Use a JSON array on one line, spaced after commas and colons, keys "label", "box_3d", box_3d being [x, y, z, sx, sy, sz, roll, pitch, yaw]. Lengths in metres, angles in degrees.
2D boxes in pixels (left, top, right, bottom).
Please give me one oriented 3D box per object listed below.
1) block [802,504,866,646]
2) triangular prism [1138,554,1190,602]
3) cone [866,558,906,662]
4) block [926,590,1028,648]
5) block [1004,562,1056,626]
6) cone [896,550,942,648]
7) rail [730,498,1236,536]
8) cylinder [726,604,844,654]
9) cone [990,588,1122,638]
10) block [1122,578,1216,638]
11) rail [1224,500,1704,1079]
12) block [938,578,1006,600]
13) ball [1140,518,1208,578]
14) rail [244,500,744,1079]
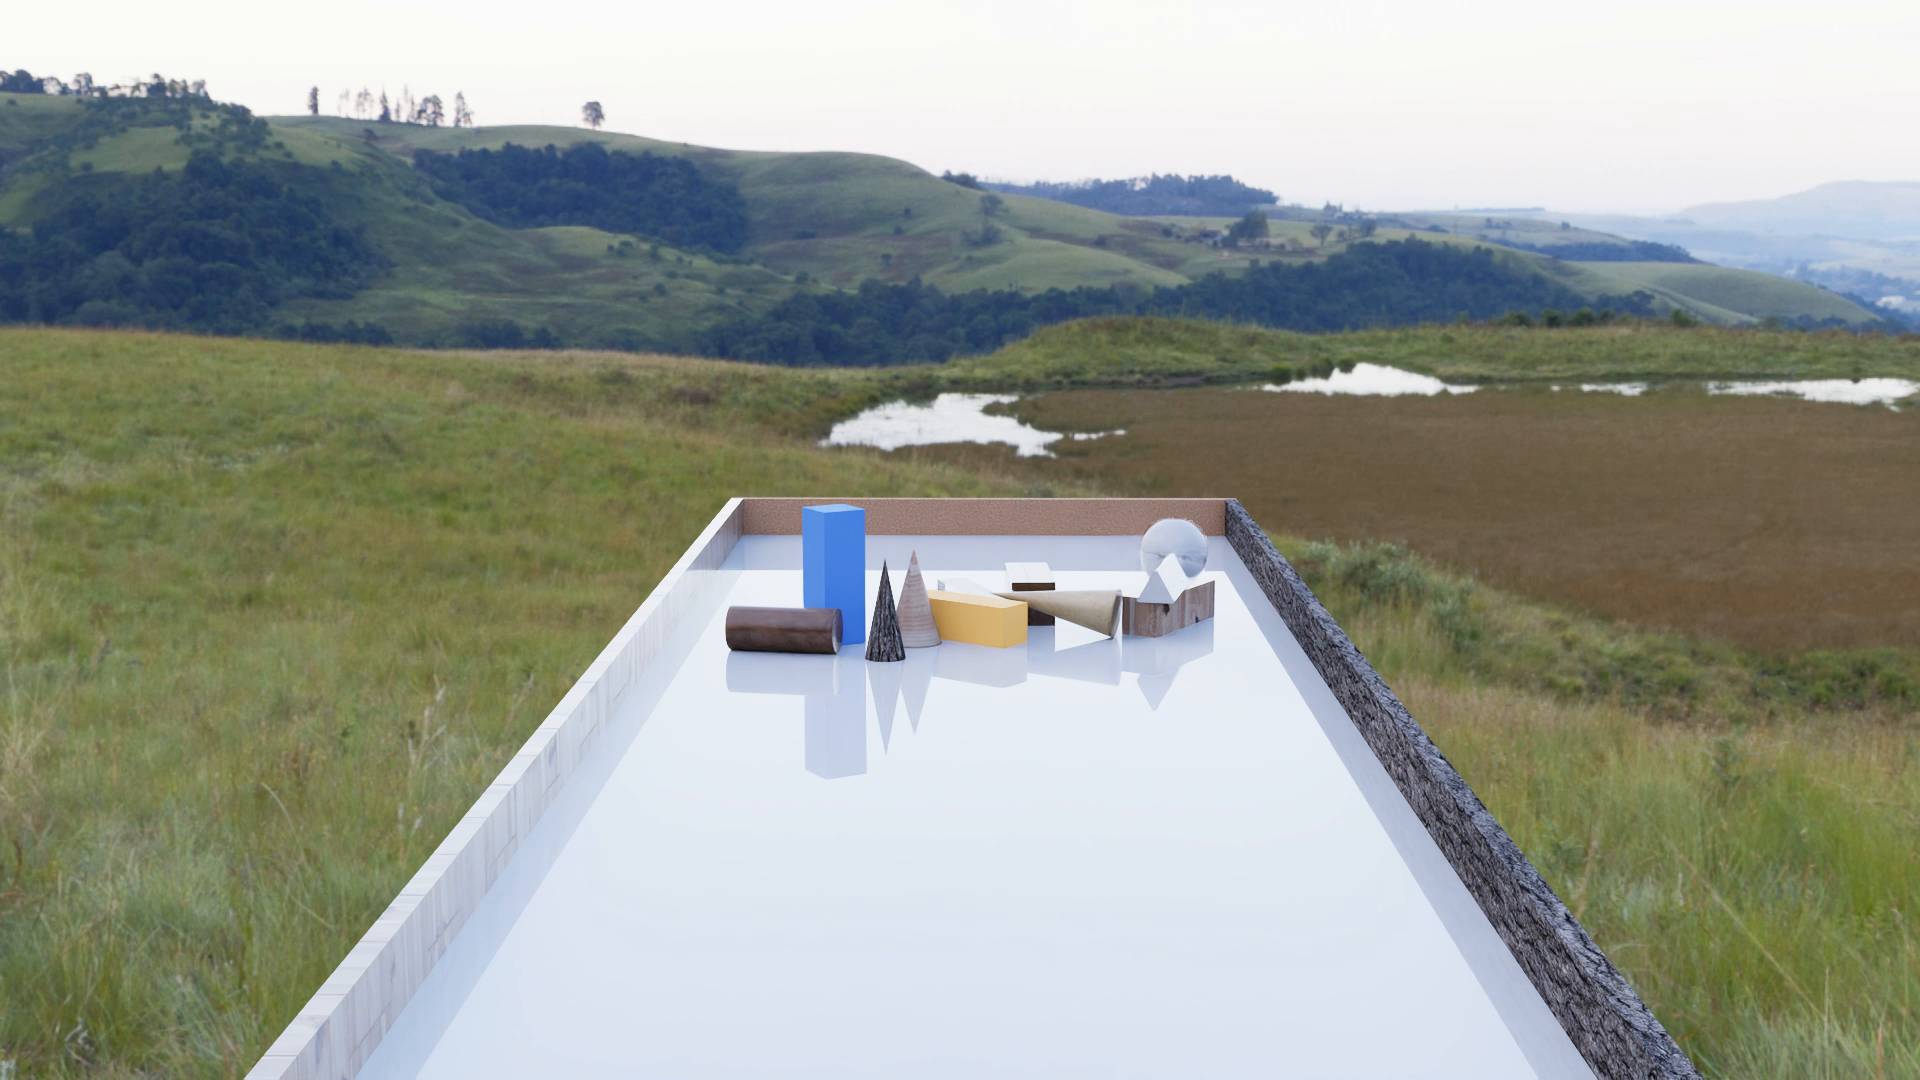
[{"label": "block", "box_3d": [-0.398, 0.111, 6.949, 0.145, 0.427, 0.145, -6, 11, -31]}, {"label": "triangular prism", "box_3d": [0.661, 0.119, 7.124, 0.118, 0.102, 0.357, 2, 9, 14]}, {"label": "cone", "box_3d": [-0.228, 0.207, 6.707, 0.126, 0.312, 0.126, 0, 9, 0]}, {"label": "block", "box_3d": [0.021, 0.250, 7.025, 0.387, 0.128, 0.128, 7, 11, 37]}, {"label": "block", "box_3d": [0.234, 0.180, 7.412, 0.145, 0.145, 0.389, 0, 9, -2]}, {"label": "cone", "box_3d": [-0.145, 0.175, 6.932, 0.174, 0.305, 0.174, 0, 9, 0]}, {"label": "rail", "box_3d": [0.099, -0.098, 9.147, 2.100, 0.150, 0.050, 0, 9, 1]}, {"label": "cylinder", "box_3d": [-0.545, 0.276, 6.826, 0.341, 0.139, 0.139, 2, 9, 11]}, {"label": "cone", "box_3d": [0.298, 0.203, 7.083, 0.424, 0.159, 0.159, 9, 11, 14]}, {"label": "block", "box_3d": [0.689, 0.218, 7.237, 0.124, 0.124, 0.430, 6, 11, 32]}, {"label": "rail", "box_3d": [1.046, 0.843, 3.208, 0.050, 0.150, 12.000, 0, 9, 1]}, {"label": "block", "box_3d": [0.043, 0.216, 7.320, 0.102, 0.102, 0.453, -3, 9, -18]}, {"label": "ball", "box_3d": [0.771, 0.045, 7.935, 0.247, 0.247, 0.247, 0, 9, 0]}, {"label": "rail", "box_3d": [-1.004, 0.839, 3.234, 0.050, 0.150, 12.000, 0, 9, 1]}]
